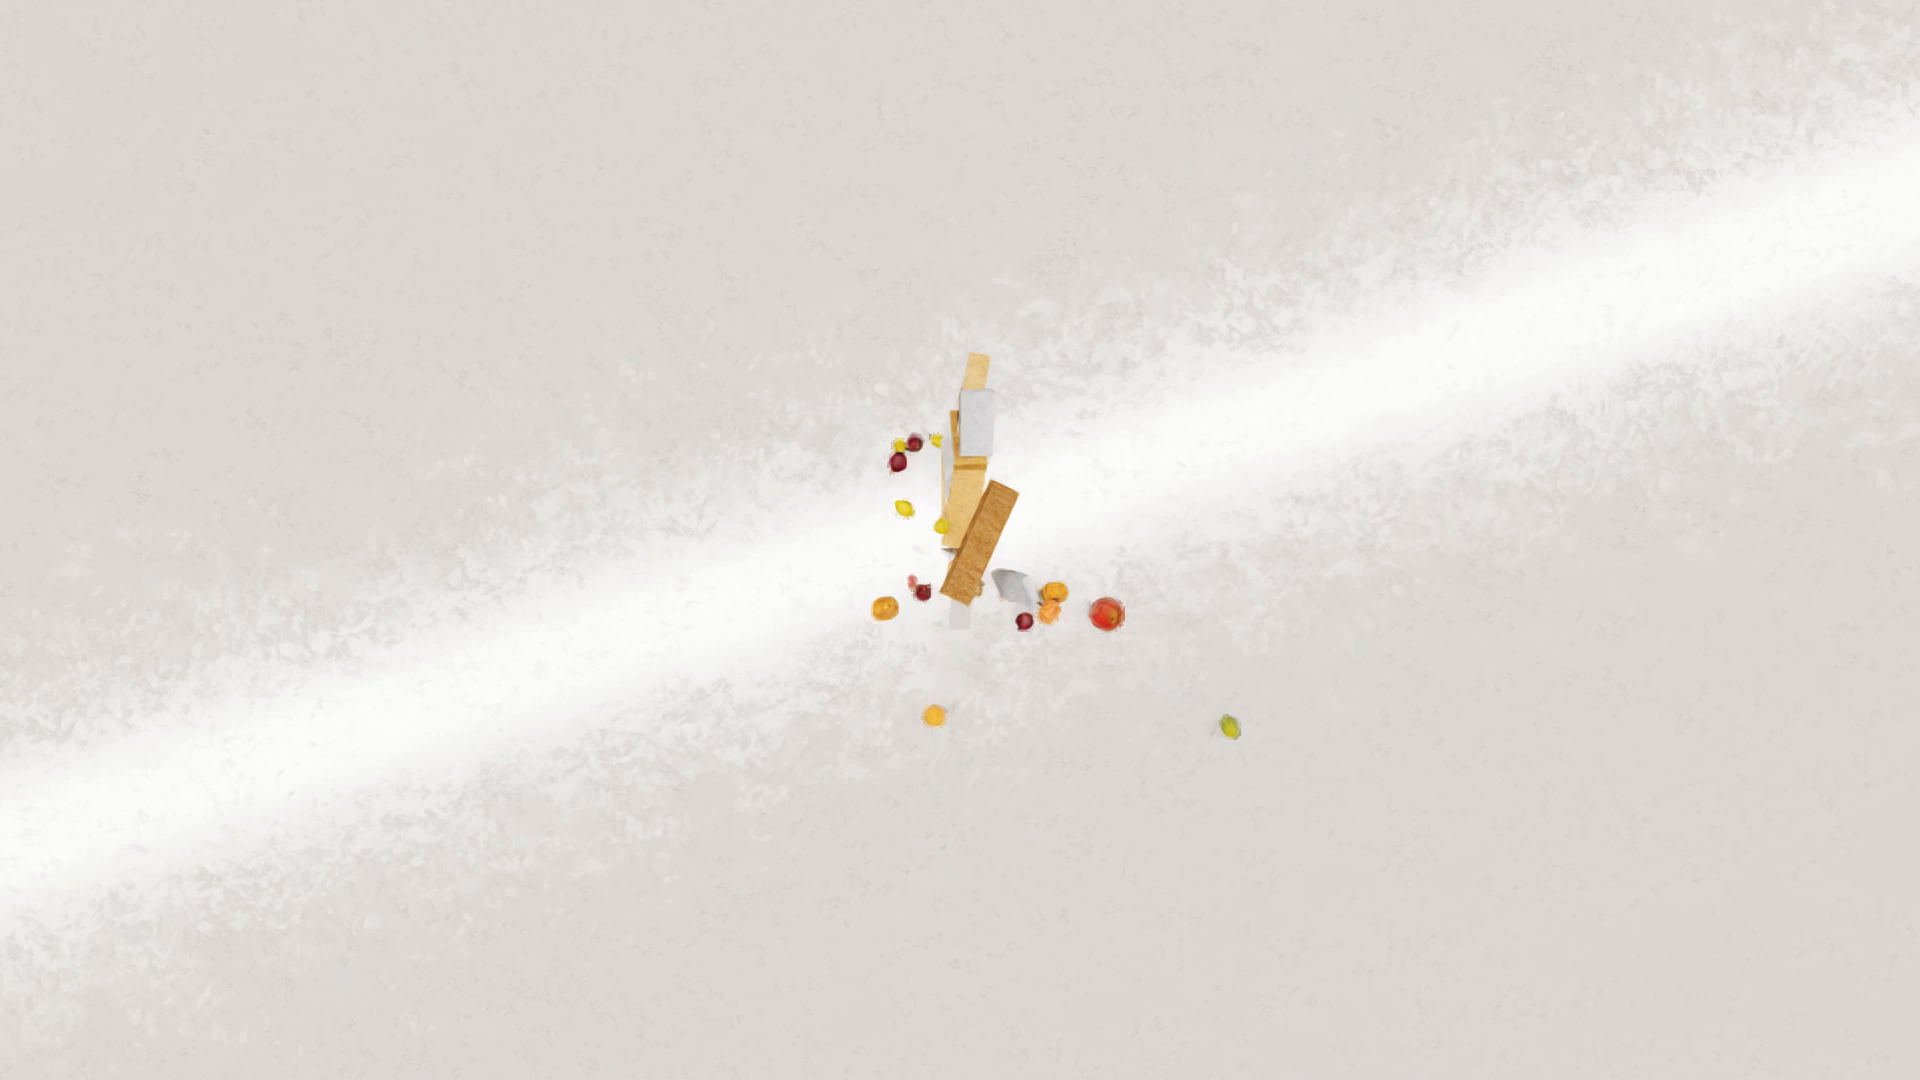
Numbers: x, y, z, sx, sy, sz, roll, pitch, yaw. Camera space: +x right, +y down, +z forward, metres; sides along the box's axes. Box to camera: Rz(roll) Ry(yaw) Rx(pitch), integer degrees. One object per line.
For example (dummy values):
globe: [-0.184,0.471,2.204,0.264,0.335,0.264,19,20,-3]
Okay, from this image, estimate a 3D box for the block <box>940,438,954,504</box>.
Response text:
block: [-0.001,-0.220,5.207,0.102,0.029,0.204,-5,89,-2]

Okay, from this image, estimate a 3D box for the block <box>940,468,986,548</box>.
block: [0.011,-0.104,5.177,0.102,0.029,0.260,9,97,-6]

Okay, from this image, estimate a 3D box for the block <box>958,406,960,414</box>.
block: [0.032,-0.417,5.134,0.068,0.136,0.019,4,54,-3]

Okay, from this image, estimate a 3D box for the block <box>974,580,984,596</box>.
block: [0.033,0.162,5.276,0.093,0.013,0.046,-15,125,-25]

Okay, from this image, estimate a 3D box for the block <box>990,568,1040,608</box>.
block: [0.179,0.153,5.358,0.030,0.209,0.104,-29,108,-22]

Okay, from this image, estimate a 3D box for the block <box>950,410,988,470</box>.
block: [0.026,-0.315,5.172,0.102,0.029,0.204,-2,61,-6]

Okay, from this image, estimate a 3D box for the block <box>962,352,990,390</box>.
block: [0.049,-0.506,5.078,0.068,0.019,0.136,11,76,-2]

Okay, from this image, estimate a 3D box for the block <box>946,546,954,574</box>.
block: [0.006,0.037,5.293,0.096,0.027,0.192,1,90,0]

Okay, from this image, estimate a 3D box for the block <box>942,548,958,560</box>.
block: [-0.019,0.043,5.222,0.046,0.093,0.013,-7,104,-25]

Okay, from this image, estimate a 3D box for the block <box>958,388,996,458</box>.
block: [0.051,-0.359,5.072,0.104,0.030,0.209,-4,117,-10]

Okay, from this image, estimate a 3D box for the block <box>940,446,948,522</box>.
block: [0.000,-0.180,5.240,0.120,0.034,0.240,0,89,0]

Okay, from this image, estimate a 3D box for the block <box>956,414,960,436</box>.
block: [0.031,-0.382,5.115,0.068,0.019,0.136,4,127,-6]

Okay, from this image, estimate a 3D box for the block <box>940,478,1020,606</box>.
block: [0.062,0.008,5.171,0.104,0.030,0.392,26,87,-32]

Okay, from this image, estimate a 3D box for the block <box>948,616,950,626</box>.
block: [-0.003,0.267,5.433,0.067,0.133,0.019,0,91,-1]

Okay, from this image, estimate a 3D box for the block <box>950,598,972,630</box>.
block: [0.002,0.225,5.357,0.067,0.019,0.133,3,90,-1]
